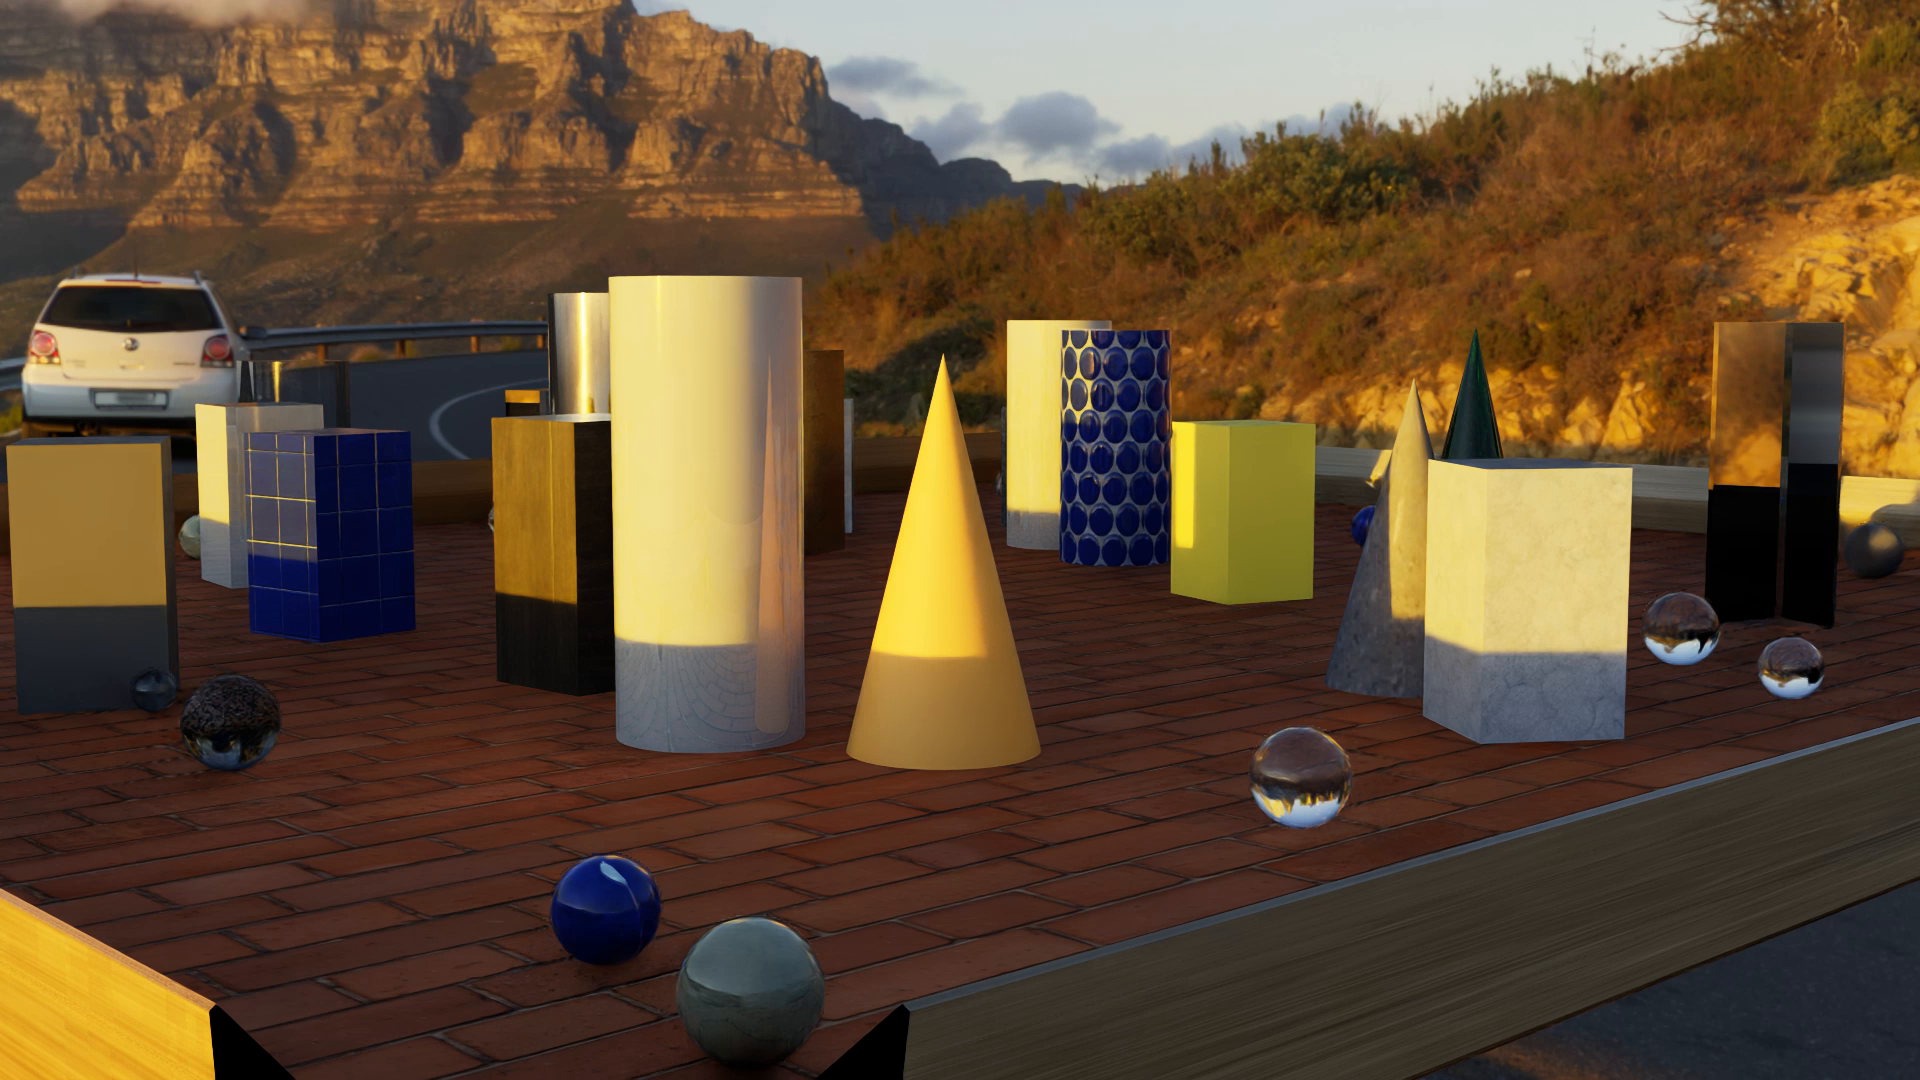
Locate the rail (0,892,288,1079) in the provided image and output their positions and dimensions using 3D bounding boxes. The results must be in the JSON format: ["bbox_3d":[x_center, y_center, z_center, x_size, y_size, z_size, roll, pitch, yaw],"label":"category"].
[{"bbox_3d":[-1.332,0.161,2.109,0.045,0.129,3.406,-5,8,-42],"label":"rail"}]

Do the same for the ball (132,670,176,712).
[{"bbox_3d":[-0.896,0.168,2.444,0.047,0.047,0.047,0,6,0],"label":"ball"}]

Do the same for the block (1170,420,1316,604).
[{"bbox_3d":[0.441,-0.047,3.434,0.159,0.271,0.159,-3,7,-27],"label":"block"}]

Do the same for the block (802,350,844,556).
[{"bbox_3d":[-0.323,-0.164,4.069,0.159,0.372,0.159,3,7,27],"label":"block"}]

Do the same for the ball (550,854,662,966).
[{"bbox_3d":[-0.241,0.253,1.501,0.075,0.075,0.075,0,6,0],"label":"ball"}]

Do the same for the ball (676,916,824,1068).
[{"bbox_3d":[-0.124,0.267,1.301,0.088,0.088,0.088,0,6,0],"label":"ball"}]

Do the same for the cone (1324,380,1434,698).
[{"bbox_3d":[0.536,-0.010,2.614,0.199,0.366,0.199,0,6,0],"label":"cone"}]

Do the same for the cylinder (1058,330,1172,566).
[{"bbox_3d":[0.277,-0.168,3.922,0.199,0.411,0.199,0,6,0],"label":"cylinder"}]

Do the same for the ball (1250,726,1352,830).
[{"bbox_3d":[0.294,0.205,1.895,0.088,0.088,0.088,0,6,0],"label":"ball"}]

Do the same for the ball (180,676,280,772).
[{"bbox_3d":[-0.707,0.178,2.133,0.092,0.092,0.092,0,6,0],"label":"ball"}]

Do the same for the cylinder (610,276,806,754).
[{"bbox_3d":[-0.262,-0.033,2.294,0.199,0.478,0.199,0,6,0],"label":"cylinder"}]

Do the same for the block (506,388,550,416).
[{"bbox_3d":[-0.697,-0.117,3.940,0.159,0.305,0.159,4,7,31],"label":"block"}]

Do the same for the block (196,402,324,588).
[{"bbox_3d":[-1.152,-0.078,3.629,0.159,0.291,0.159,-4,7,-35],"label":"block"}]

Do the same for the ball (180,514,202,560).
[{"bbox_3d":[-1.359,-0.006,3.949,0.082,0.082,0.082,0,6,0],"label":"ball"}]

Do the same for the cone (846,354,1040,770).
[{"bbox_3d":[-0.017,0.013,2.218,0.199,0.402,0.199,0,6,0],"label":"cone"}]

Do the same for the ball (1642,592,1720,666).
[{"bbox_3d":[0.906,0.112,2.763,0.093,0.093,0.093,0,6,0],"label":"ball"}]

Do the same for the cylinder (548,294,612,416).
[{"bbox_3d":[-0.482,-0.115,3.129,0.199,0.468,0.199,0,6,0],"label":"cylinder"}]

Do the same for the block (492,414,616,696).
[{"bbox_3d":[-0.446,0.012,2.640,0.159,0.318,0.159,5,8,42],"label":"block"}]

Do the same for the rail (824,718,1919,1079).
[{"bbox_3d":[1.139,0.162,2.104,3.673,0.129,0.045,-5,8,-42],"label":"rail"}]

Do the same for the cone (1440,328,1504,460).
[{"bbox_3d":[0.834,-0.138,3.575,0.199,0.421,0.199,0,6,0],"label":"cone"}]

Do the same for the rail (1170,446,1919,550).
[{"bbox_3d":[1.332,-0.094,4.555,0.045,0.129,3.406,-5,8,-42],"label":"rail"}]

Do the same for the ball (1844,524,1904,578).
[{"bbox_3d":[1.521,0.018,3.661,0.093,0.093,0.093,0,6,0],"label":"ball"}]

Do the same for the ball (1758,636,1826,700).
[{"bbox_3d":[0.954,0.147,2.525,0.073,0.073,0.073,0,6,0],"label":"ball"}]

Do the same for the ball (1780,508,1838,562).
[{"bbox_3d":[1.507,-0.009,3.905,0.096,0.096,0.096,0,6,0],"label":"ball"}]

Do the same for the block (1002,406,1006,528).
[{"bbox_3d":[0.197,-0.151,4.534,0.159,0.249,0.159,5,8,41],"label":"block"}]

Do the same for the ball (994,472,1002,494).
[{"bbox_3d":[0.113,-0.136,5.298,0.061,0.061,0.061,0,6,0],"label":"ball"}]

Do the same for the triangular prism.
[{"bbox_3d":[1.162,-0.098,3.164,0.172,0.428,0.149,1,6,13],"label":"triangular prism"}]

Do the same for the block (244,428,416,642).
[{"bbox_3d":[-0.874,-0.011,3.053,0.159,0.278,0.159,5,8,38],"label":"block"}]

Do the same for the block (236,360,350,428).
[{"bbox_3d":[-1.176,-0.138,3.893,0.159,0.357,0.159,-3,7,-29],"label":"block"}]

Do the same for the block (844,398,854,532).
[{"bbox_3d":[-0.298,-0.154,4.491,0.159,0.263,0.159,0,6,-1],"label":"block"}]

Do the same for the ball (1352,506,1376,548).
[{"bbox_3d":[0.771,-0.022,4.101,0.083,0.083,0.083,0,6,0],"label":"ball"}]

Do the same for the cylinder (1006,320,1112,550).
[{"bbox_3d":[0.188,-0.204,4.184,0.199,0.426,0.199,0,6,0],"label":"cylinder"}]

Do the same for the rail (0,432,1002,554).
[{"bbox_3d":[-1.139,-0.094,4.559,3.673,0.129,0.045,-5,8,-42],"label":"rail"}]

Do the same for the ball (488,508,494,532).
[{"bbox_3d":[-0.894,-0.040,4.333,0.070,0.070,0.070,0,6,0],"label":"ball"}]

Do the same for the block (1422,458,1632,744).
[{"bbox_3d":[0.602,0.060,2.345,0.159,0.283,0.159,-1,6,-9],"label":"block"}]

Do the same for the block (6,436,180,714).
[{"bbox_3d":[-0.986,0.035,2.512,0.159,0.298,0.159,-2,6,-16],"label":"block"}]
